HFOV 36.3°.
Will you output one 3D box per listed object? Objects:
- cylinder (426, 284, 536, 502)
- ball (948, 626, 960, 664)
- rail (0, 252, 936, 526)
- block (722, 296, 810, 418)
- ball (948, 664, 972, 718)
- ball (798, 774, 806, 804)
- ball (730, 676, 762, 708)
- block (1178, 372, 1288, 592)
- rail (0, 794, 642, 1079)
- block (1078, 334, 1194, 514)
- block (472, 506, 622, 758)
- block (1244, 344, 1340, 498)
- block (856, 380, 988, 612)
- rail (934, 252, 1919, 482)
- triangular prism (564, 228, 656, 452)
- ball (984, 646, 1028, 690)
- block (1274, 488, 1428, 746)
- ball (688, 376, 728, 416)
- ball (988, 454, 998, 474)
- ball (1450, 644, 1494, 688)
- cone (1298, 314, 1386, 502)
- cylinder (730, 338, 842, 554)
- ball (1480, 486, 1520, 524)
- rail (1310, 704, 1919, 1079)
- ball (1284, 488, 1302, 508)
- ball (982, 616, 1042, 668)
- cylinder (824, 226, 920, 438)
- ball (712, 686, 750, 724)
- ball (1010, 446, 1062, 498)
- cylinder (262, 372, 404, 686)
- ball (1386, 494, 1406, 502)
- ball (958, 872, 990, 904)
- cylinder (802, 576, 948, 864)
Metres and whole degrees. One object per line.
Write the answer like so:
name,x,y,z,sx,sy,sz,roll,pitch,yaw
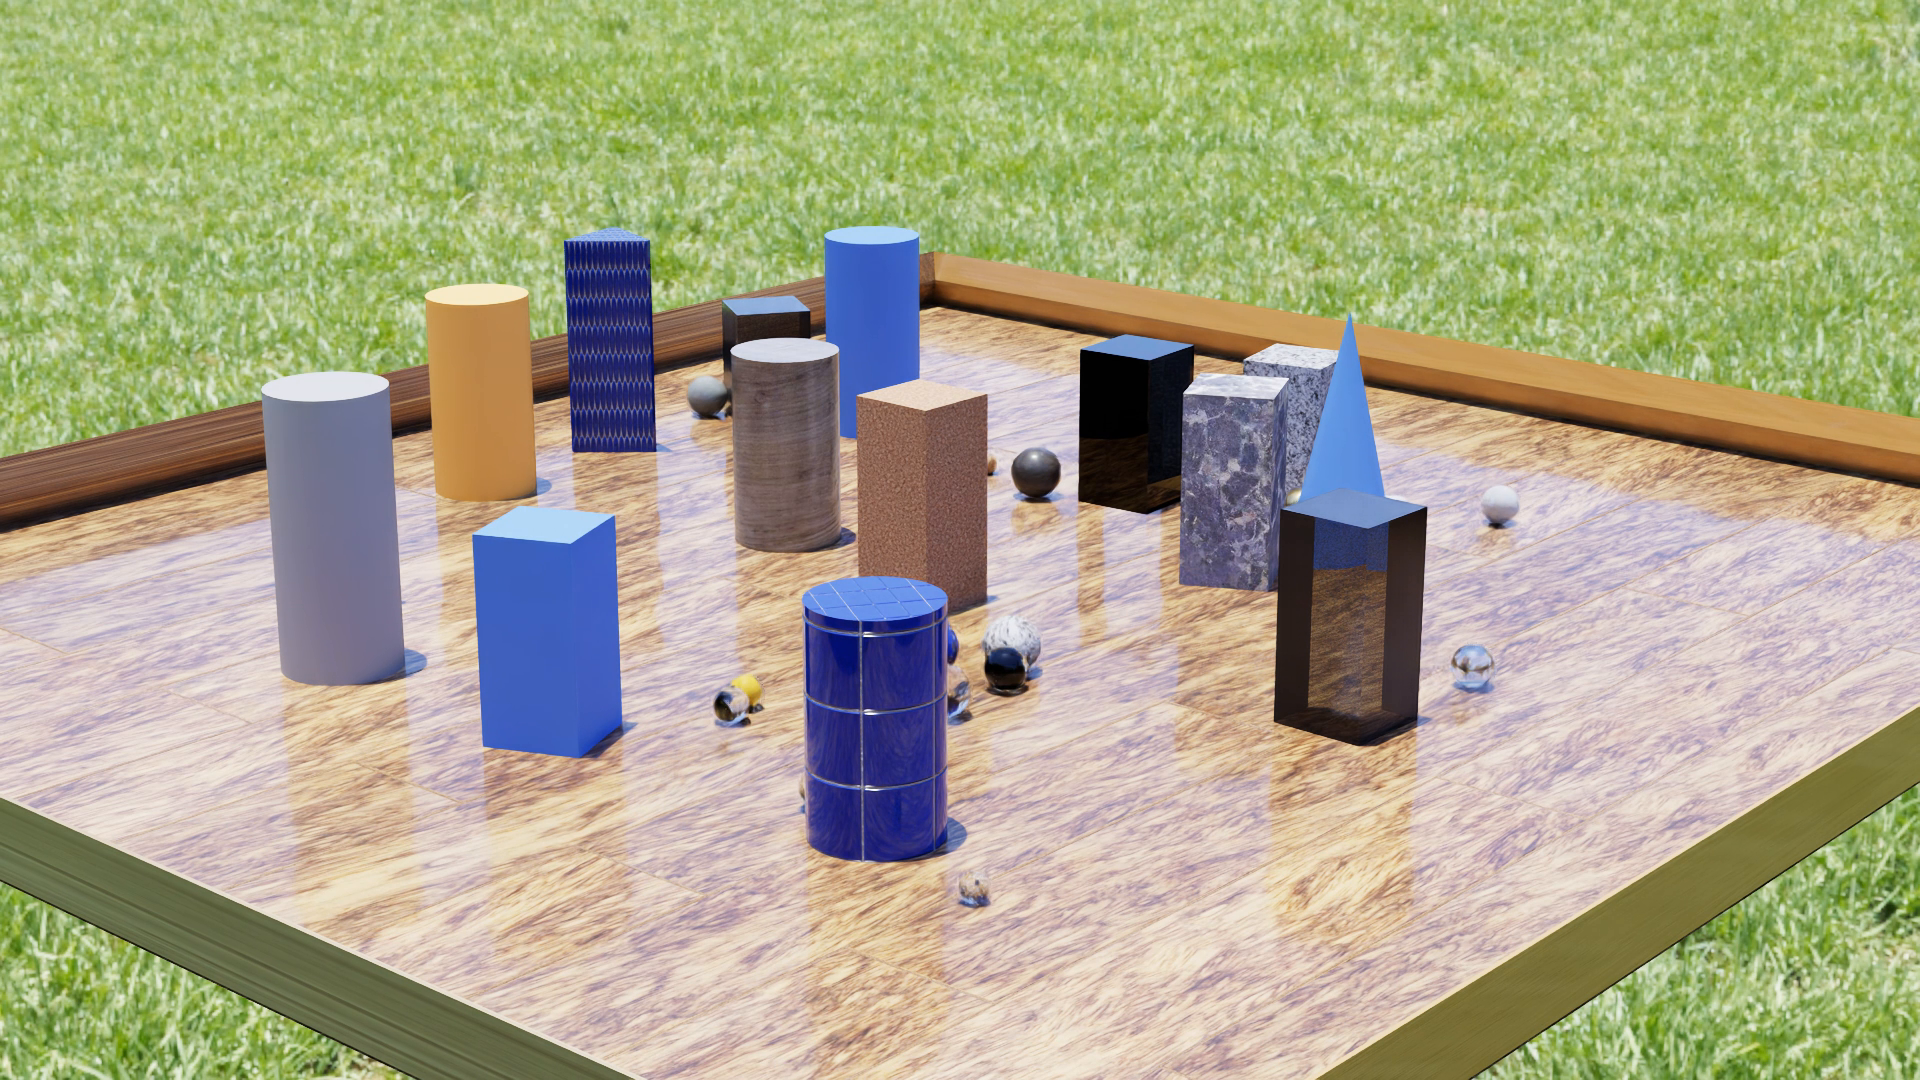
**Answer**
cylinder,-0.936,-0.290,5.740,0.198,0.390,0.198,0,17,0
ball,-0.048,0.173,4.716,0.094,0.094,0.094,0,17,0
rail,-1.226,-0.275,6.139,0.045,0.129,3.589,14,22,39
block,-0.416,-0.385,6.310,0.159,0.244,0.159,-5,17,-15
ball,-0.025,0.233,4.532,0.086,0.086,0.086,0,17,0
ball,-0.199,0.353,4.175,0.063,0.063,0.063,0,17,0
ball,-0.335,0.238,4.572,0.054,0.054,0.054,0,17,0
block,0.485,-0.104,5.194,0.159,0.348,0.159,5,17,15
rail,-1.161,0.418,3.839,3.293,0.129,0.045,14,22,39
block,0.341,-0.225,5.676,0.159,0.303,0.159,12,21,35
block,-0.620,0.137,4.420,0.159,0.335,0.159,5,18,17
block,0.647,-0.211,5.646,0.159,0.293,0.159,9,19,28
block,-0.064,-0.072,5.053,0.159,0.369,0.159,14,22,39
rail,1.161,-0.353,6.400,3.293,0.129,0.045,14,22,39
triangular prism,-0.715,-0.415,6.065,0.172,0.442,0.149,0,17,0
ball,0.073,0.203,4.655,0.071,0.071,0.071,0,17,0
block,0.595,0.115,4.478,0.159,0.343,0.159,15,22,40
ball,-0.545,-0.312,6.342,0.085,0.085,0.085,0,17,0
ball,0.055,-0.154,5.893,0.042,0.042,0.042,0,17,0
ball,0.816,0.200,4.669,0.069,0.069,0.069,0,17,0
cone,0.704,-0.202,5.356,0.198,0.443,0.198,0,17,0
cylinder,-0.320,-0.176,5.416,0.198,0.359,0.198,0,17,0
ball,1.021,-0.066,5.548,0.073,0.073,0.073,0,17,0
rail,1.226,0.339,4.101,0.045,0.129,3.589,14,22,39
ball,0.645,-0.063,5.537,0.072,0.072,0.072,0,17,0
ball,0.084,0.169,4.730,0.094,0.094,0.094,0,17,0
cylinder,-0.184,-0.438,6.188,0.198,0.416,0.198,0,17,0
ball,-0.352,0.253,4.513,0.057,0.057,0.057,0,17,0
ball,0.149,-0.133,5.723,0.099,0.099,0.099,0,17,0
cylinder,-1.004,-0.019,4.707,0.198,0.468,0.198,0,17,0
ball,0.811,-0.051,5.503,0.069,0.069,0.069,0,17,0
ball,0.018,0.458,3.861,0.042,0.042,0.042,0,17,0
cylinder,-0.116,0.245,4.038,0.198,0.347,0.198,0,17,0
